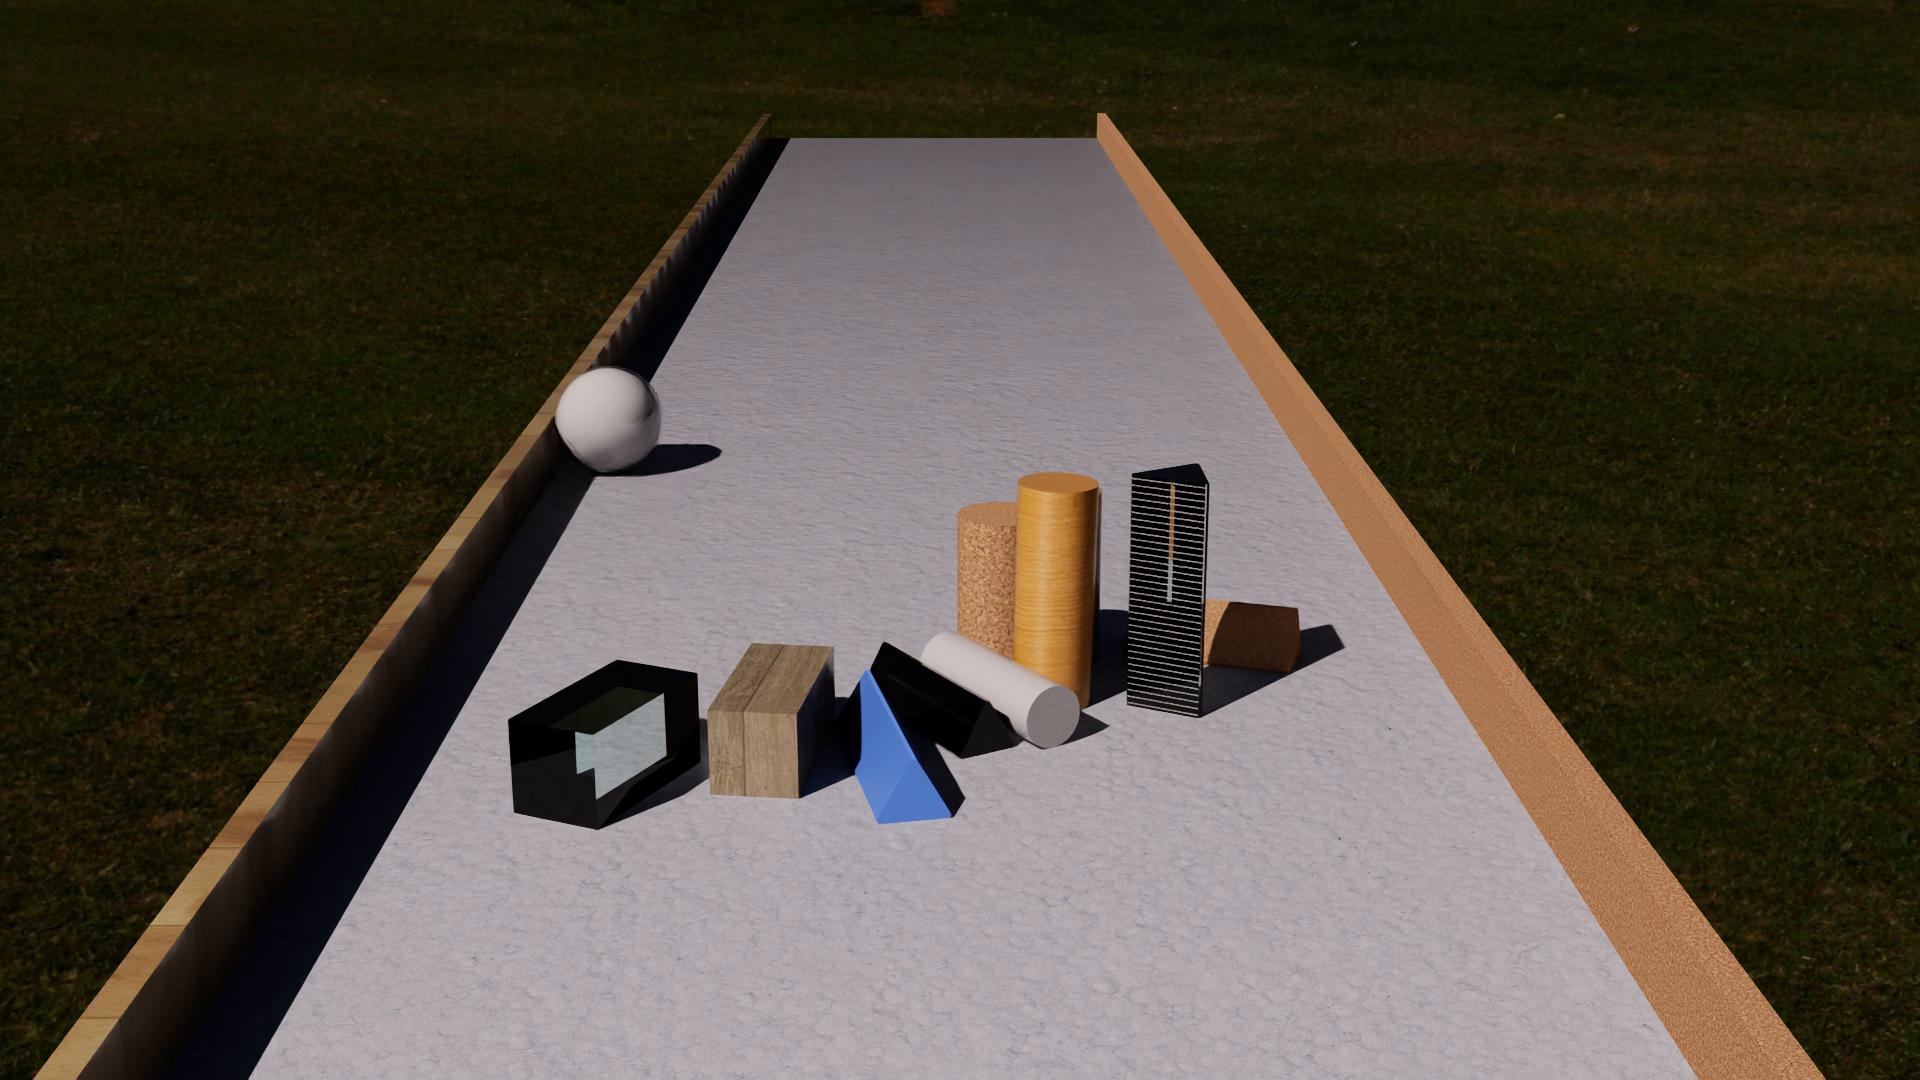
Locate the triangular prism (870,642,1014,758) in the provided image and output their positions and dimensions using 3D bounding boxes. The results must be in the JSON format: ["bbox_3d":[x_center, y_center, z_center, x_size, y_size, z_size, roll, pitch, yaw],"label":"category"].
[{"bbox_3d":[-0.048,0.287,4.078,0.114,0.099,0.372,-10,19,-30],"label":"triangular prism"}]

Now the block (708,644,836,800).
[{"bbox_3d":[-0.329,0.315,3.896,0.154,0.154,0.348,2,17,7],"label":"block"}]

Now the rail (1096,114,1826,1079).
[{"bbox_3d":[0.932,-0.844,7.801,0.050,0.150,12.000,0,17,-1],"label":"rail"}]

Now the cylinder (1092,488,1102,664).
[{"bbox_3d":[0.222,0.070,4.381,0.116,0.348,0.116,0,17,0],"label":"cylinder"}]

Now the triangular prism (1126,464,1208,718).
[{"bbox_3d":[0.414,0.089,4.134,0.151,0.452,0.131,9,19,27],"label":"triangular prism"}]

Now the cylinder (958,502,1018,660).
[{"bbox_3d":[0.082,0.100,4.336,0.173,0.316,0.173,0,17,0],"label":"cylinder"}]

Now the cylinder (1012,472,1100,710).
[{"bbox_3d":[0.178,0.099,4.135,0.151,0.429,0.151,1,16,0],"label":"cylinder"}]

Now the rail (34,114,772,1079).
[{"bbox_3d":[-1.118,-0.838,7.780,0.050,0.150,12.000,0,17,-1],"label":"rail"}]

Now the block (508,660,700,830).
[{"bbox_3d":[-0.604,0.345,3.771,0.168,0.168,0.325,8,18,24],"label":"block"}]

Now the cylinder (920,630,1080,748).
[{"bbox_3d":[0.070,0.275,4.096,0.118,0.118,0.361,-10,19,-31],"label":"cylinder"}]

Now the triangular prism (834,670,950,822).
[{"bbox_3d":[-0.123,0.351,3.845,0.125,0.108,0.443,-3,17,-12],"label":"triangular prism"}]

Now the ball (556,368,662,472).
[{"bbox_3d":[-0.928,-0.316,5.802,0.277,0.277,0.277,0,17,0],"label":"ball"}]

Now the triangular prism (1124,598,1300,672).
[{"bbox_3d":[0.510,0.175,4.428,0.337,0.114,0.132,6,17,18],"label":"triangular prism"}]
